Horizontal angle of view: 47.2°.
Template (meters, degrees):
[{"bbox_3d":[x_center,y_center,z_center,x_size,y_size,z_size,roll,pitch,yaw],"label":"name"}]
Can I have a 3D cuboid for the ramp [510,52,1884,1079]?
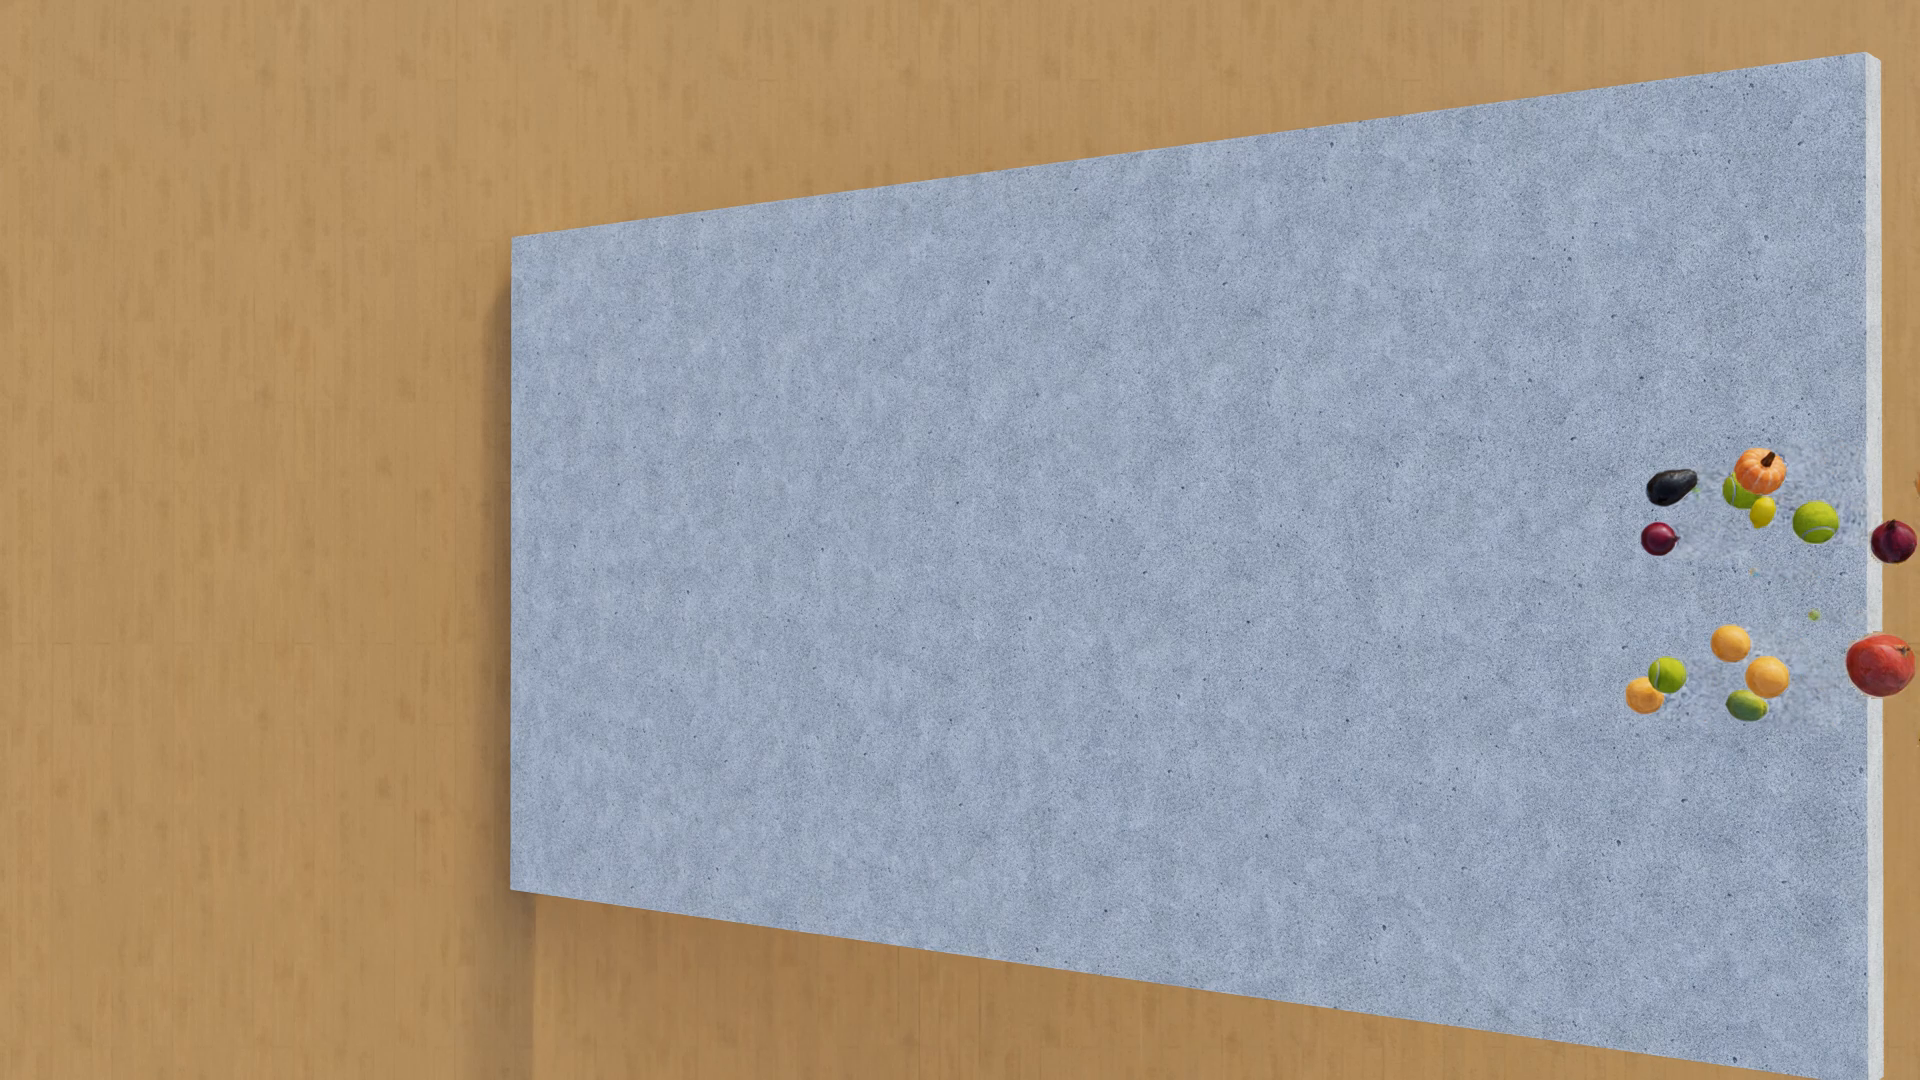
[{"bbox_3d":[0.220,0.063,5.536,4.000,0.100,2.000,0,90,39],"label":"ramp"}]
